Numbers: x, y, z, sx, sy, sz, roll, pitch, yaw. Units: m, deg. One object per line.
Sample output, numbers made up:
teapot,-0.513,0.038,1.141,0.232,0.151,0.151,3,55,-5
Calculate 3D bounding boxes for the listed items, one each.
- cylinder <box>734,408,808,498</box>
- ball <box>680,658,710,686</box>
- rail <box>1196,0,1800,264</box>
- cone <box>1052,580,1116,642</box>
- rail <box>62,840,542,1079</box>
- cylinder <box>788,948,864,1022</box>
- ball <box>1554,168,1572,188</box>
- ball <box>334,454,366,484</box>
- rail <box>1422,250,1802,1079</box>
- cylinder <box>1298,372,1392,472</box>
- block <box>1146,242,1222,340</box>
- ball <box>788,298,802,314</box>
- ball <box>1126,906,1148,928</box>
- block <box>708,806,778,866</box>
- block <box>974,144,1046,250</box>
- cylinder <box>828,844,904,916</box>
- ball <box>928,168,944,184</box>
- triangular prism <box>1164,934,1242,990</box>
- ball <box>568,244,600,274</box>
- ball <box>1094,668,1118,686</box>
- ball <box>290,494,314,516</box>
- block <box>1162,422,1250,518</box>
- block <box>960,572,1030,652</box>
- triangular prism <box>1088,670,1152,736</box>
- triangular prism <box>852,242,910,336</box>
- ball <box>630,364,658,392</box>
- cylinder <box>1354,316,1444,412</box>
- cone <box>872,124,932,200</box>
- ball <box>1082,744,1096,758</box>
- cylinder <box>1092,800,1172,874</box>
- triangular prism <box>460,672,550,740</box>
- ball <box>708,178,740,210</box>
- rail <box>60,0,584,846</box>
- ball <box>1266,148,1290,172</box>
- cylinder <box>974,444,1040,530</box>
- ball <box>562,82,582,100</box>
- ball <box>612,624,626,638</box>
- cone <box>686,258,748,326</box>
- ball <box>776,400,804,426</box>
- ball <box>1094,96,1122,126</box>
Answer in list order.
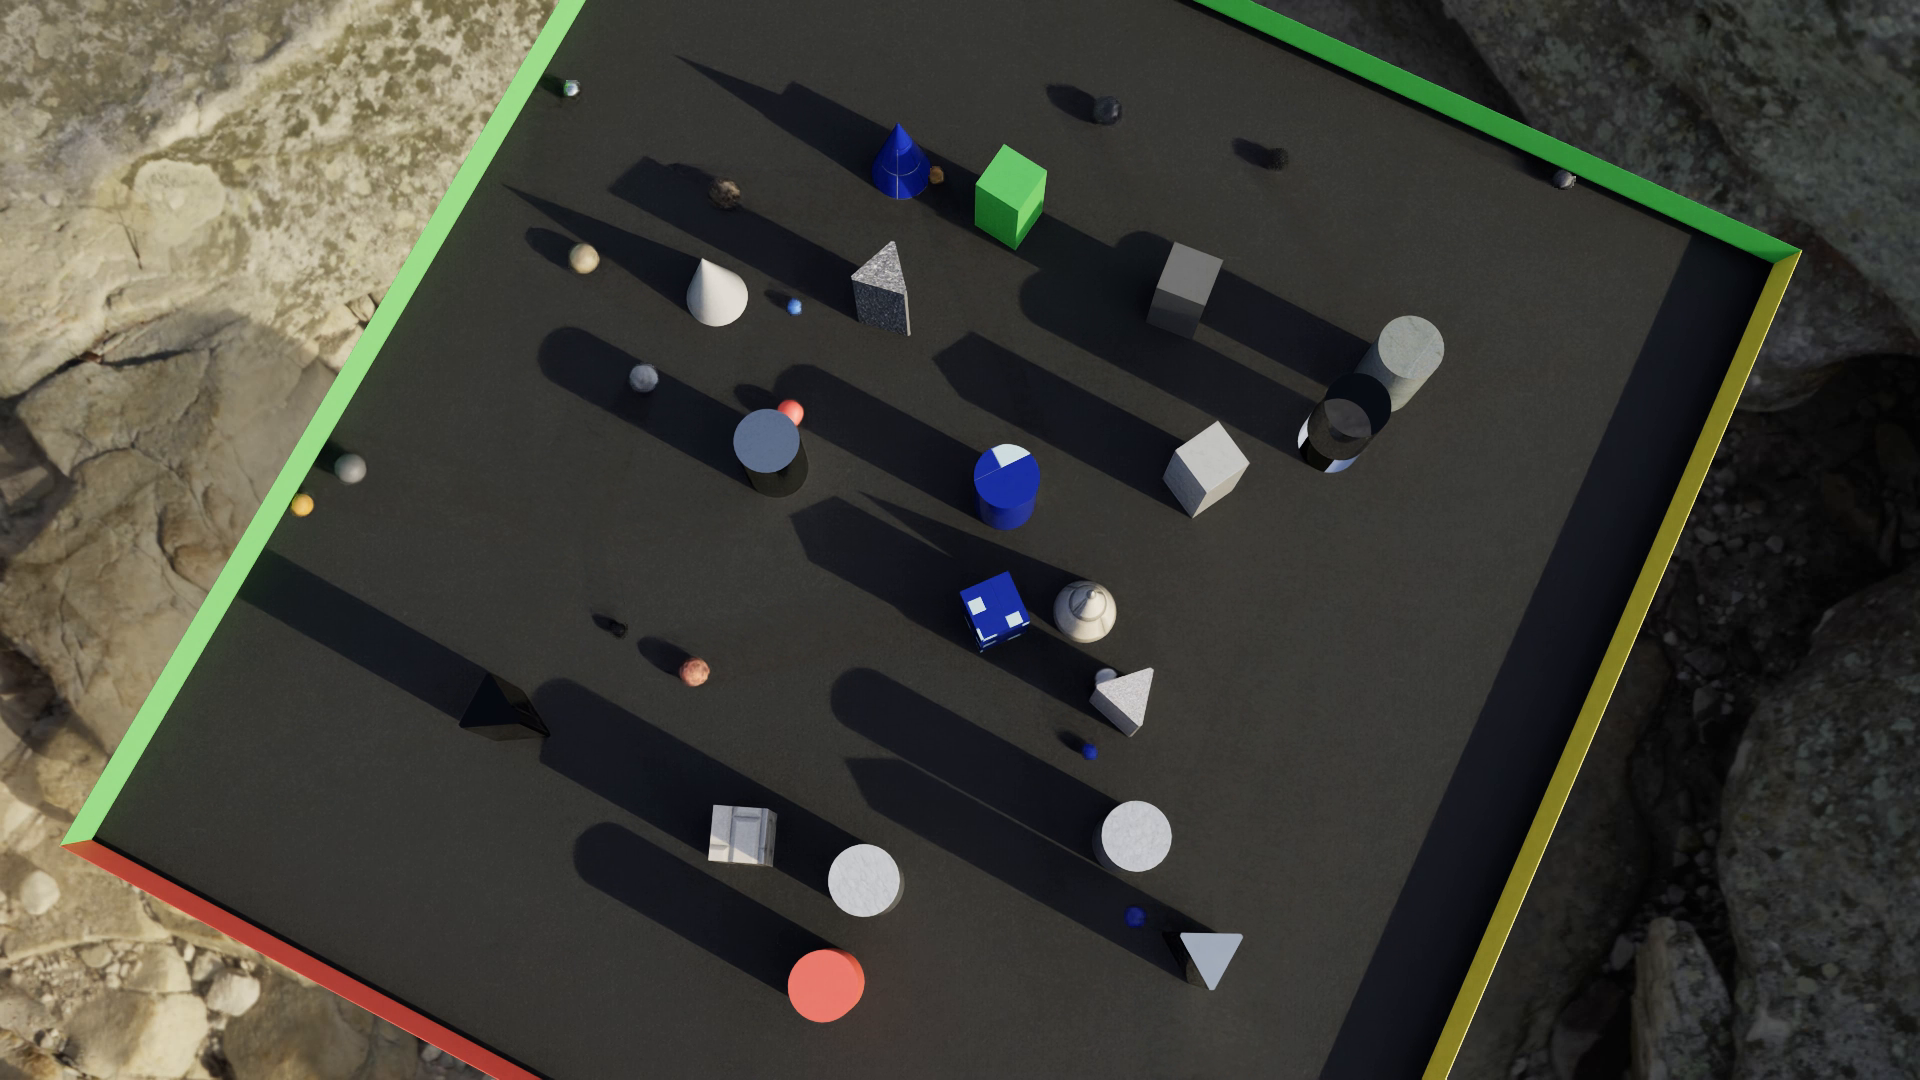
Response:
cylinder,-0.564,-0.257,5.505,0.193,0.323,0.193,0,78,0
ball,-0.795,0.395,5.491,0.086,0.086,0.086,0,78,0
rail,0.875,-1.707,5.905,3.852,0.126,0.045,26,80,5
cone,0.379,0.182,5.403,0.193,0.344,0.193,0,78,0
rail,-0.875,1.721,5.195,3.852,0.126,0.045,26,80,5
cylinder,-0.375,1.257,5.188,0.193,0.329,0.193,0,78,0
ball,1.917,-1.150,5.824,0.059,0.059,0.059,0,78,0
ball,-1.868,-0.220,5.614,0.093,0.093,0.093,0,78,0
rail,1.701,0.840,5.378,0.045,0.126,3.961,26,80,5
cylinder,1.144,-0.345,5.473,0.193,0.421,0.193,0,78,0
block,0.683,-0.759,5.607,0.155,0.326,0.155,22,79,4
ball,-0.519,-0.734,5.744,0.047,0.047,0.047,0,78,0
ball,0.515,1.101,5.356,0.063,0.063,0.063,0,78,0
block,-0.626,0.858,5.302,0.155,0.269,0.155,4,78,1
block,0.154,-1.056,5.666,0.155,0.330,0.155,33,80,6
cylinder,-0.260,0.967,5.181,0.193,0.461,0.193,0,78,0
ball,-0.074,-1.156,5.829,0.051,0.051,0.051,0,78,0
triangular prism,0.655,1.144,5.146,0.145,0.458,0.167,31,80,6
ball,-1.180,-0.883,5.751,0.094,0.094,0.094,0,78,0
ball,0.438,0.418,5.495,0.069,0.069,0.069,0,78,0
ball,-2.013,-0.109,5.604,0.068,0.068,0.068,0,78,0
block,0.731,-0.206,5.481,0.155,0.349,0.155,-34,80,-7
block,0.101,0.215,5.441,0.155,0.256,0.155,-23,79,-5
triangular prism,0.498,0.451,5.358,0.167,0.323,0.145,42,81,8
triangular prism,-0.218,-0.773,5.575,0.167,0.394,0.145,17,79,3
ball,-0.980,-0.501,5.676,0.086,0.086,0.086,0,78,0
cylinder,1.320,-0.528,5.540,0.193,0.364,0.193,0,78,0
cone,-0.187,-1.218,5.681,0.193,0.367,0.193,0,78,0
ball,0.386,0.628,5.464,0.044,0.044,0.044,0,78,0
cylinder,0.487,0.856,5.244,0.193,0.382,0.193,0,78,0
triangular prism,-1.316,0.483,5.315,0.167,0.395,0.145,-4,78,-1
ball,-0.746,-1.095,5.794,0.097,0.097,0.097,0,78,0
rail,-1.701,-0.826,5.722,0.045,0.126,3.961,26,80,5
ball,1.013,-1.208,5.830,0.071,0.071,0.071,0,78,0
cylinder,0.137,-0.155,5.493,0.193,0.305,0.193,0,78,0
ball,-1.247,-1.442,5.885,0.058,0.058,0.058,0,78,0
ball,-1.031,0.272,5.539,0.042,0.042,0.042,0,78,0
cone,-0.766,-0.801,5.606,0.193,0.345,0.193,0,78,0
ball,-0.525,-0.389,5.654,0.084,0.084,0.084,0,78,0
ball,0.472,-1.367,5.852,0.093,0.093,0.093,0,78,0
